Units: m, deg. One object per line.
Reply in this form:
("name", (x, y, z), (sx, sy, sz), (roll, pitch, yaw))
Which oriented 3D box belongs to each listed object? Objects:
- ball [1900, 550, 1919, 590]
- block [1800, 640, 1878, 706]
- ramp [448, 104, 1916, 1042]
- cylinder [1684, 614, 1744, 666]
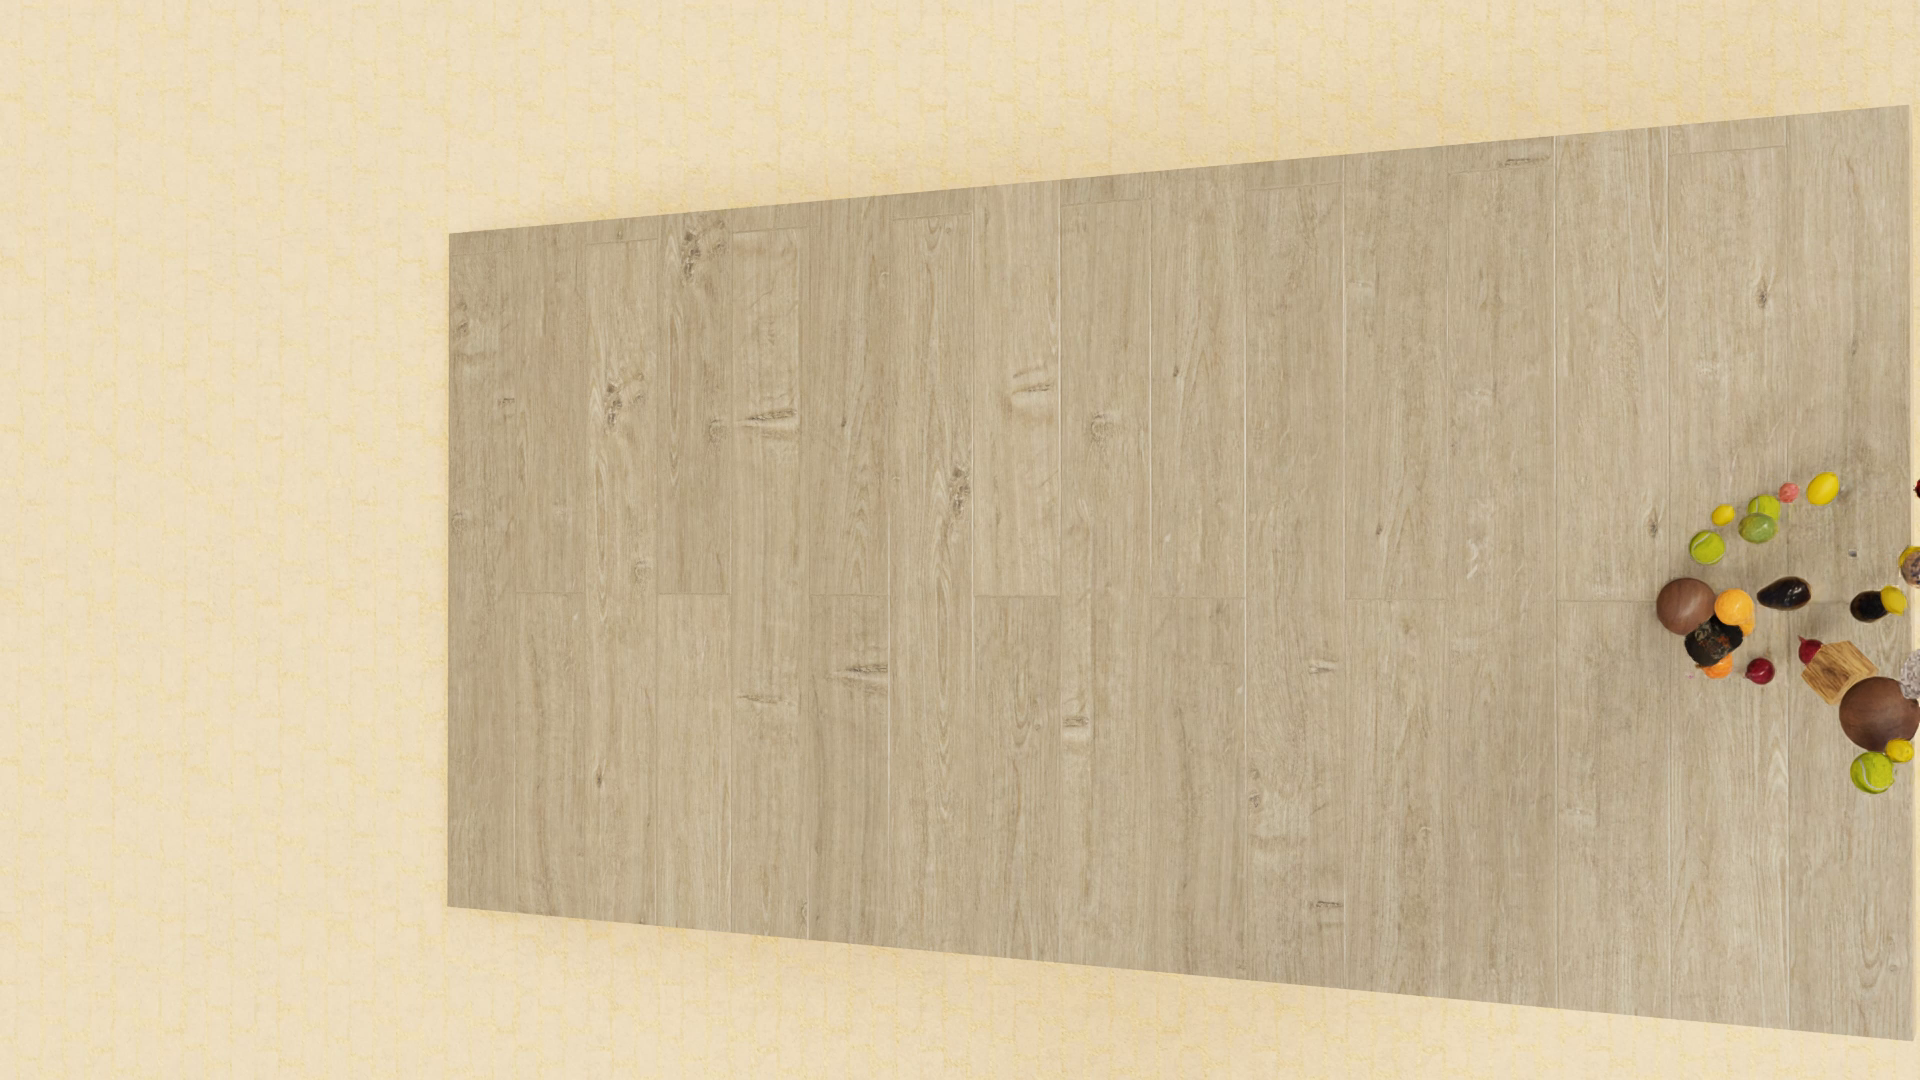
("ball", (1.637, 0.051, 3.743), (0.066, 0.066, 0.066), (0, 89, 0))
("block", (1.637, 0.247, 4.094), (0.080, 0.080, 0.080), (-6, 133, -31))
("ramp", (0.278, 0.078, 5.659), (4.000, 0.100, 2.000), (0, 89, 27))
("cylinder", (1.488, 0.198, 4.341), (0.078, 0.078, 0.078), (12, 54, -17))
